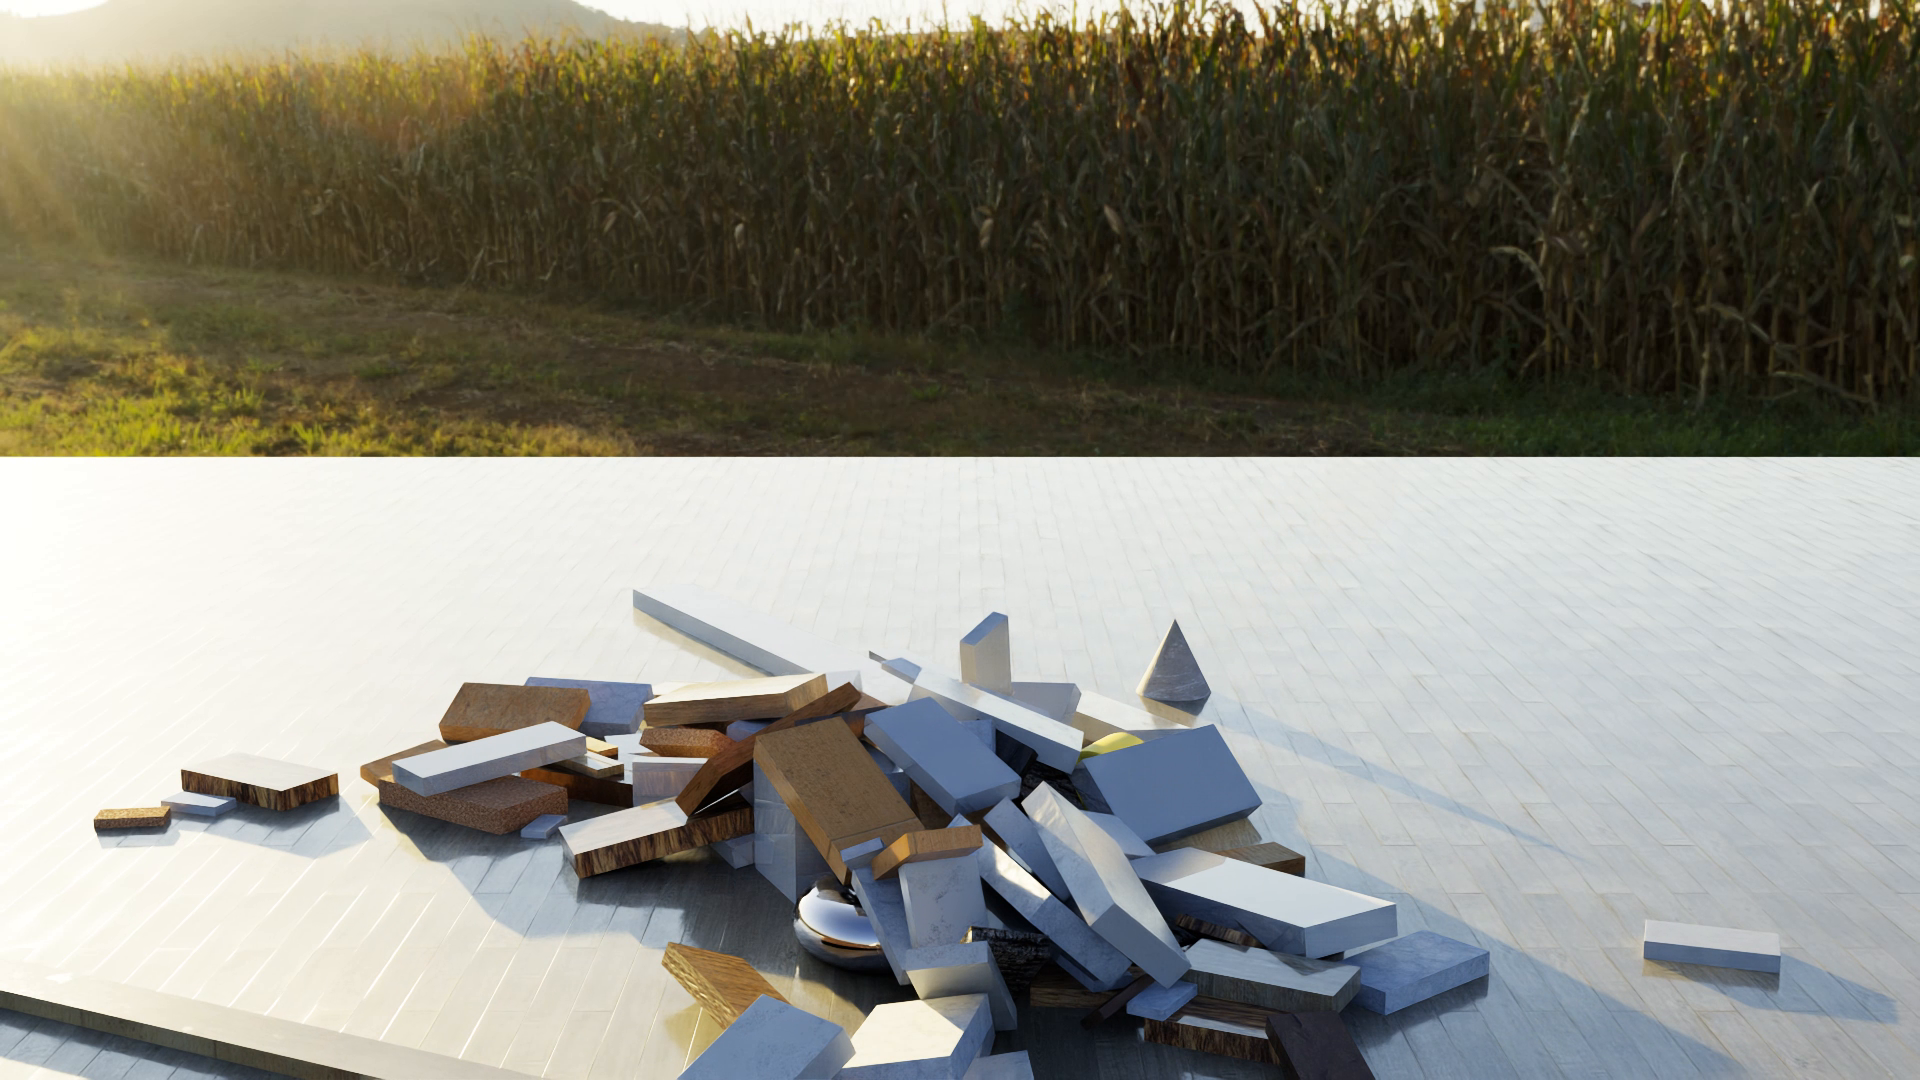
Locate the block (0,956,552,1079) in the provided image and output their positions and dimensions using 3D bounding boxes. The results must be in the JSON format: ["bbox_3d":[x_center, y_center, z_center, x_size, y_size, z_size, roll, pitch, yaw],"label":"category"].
[{"bbox_3d":[-0.823,0.706,2.973,1.523,0.027,0.095,5,12,25],"label":"block"}]

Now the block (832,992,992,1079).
[{"bbox_3d":[-0.059,0.651,2.832,0.154,0.044,0.308,-9,1,10],"label":"block"}]

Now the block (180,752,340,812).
[{"bbox_3d":[-1.350,0.464,4.240,0.280,0.040,0.140,6,12,31],"label":"block"}]

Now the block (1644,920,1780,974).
[{"bbox_3d":[1.160,0.627,3.395,0.197,0.028,0.099,4,11,18],"label":"block"}]

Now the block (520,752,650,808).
[{"bbox_3d":[-0.657,0.460,4.238,0.341,0.047,0.167,5,12,26],"label":"block"}]

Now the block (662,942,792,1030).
[{"bbox_3d":[-0.229,0.683,2.956,0.123,0.035,0.704,19,1,-28],"label":"block"}]

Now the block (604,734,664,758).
[{"bbox_3d":[-0.571,0.425,4.451,0.280,0.040,0.140,-3,11,-15],"label":"block"}]

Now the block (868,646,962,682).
[{"bbox_3d":[-0.004,0.339,4.954,0.086,0.024,0.800,-5,12,-26],"label":"block"}]

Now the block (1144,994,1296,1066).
[{"bbox_3d":[0.395,0.682,3.076,0.246,0.035,0.123,5,12,25],"label":"block"}]

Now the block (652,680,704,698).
[{"bbox_3d":[-0.567,0.344,4.798,0.282,0.040,0.141,-1,8,35],"label":"block"}]

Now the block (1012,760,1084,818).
[{"bbox_3d":[0.150,0.462,3.832,0.135,0.038,0.269,18,28,-28],"label":"block"}]

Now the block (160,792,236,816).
[{"bbox_3d":[-1.430,0.495,4.131,0.123,0.017,0.062,4,11,19],"label":"block"}]

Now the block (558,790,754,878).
[{"bbox_3d":[-0.531,0.507,3.856,0.316,0.045,0.158,-13,14,-17],"label":"block"}]

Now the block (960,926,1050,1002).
[{"bbox_3d":[0.034,0.604,3.040,0.110,0.228,0.031,9,52,-15],"label":"block"}]

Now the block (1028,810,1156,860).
[{"bbox_3d":[0.227,0.504,3.706,0.239,0.034,0.119,17,20,-51],"label":"block"}]

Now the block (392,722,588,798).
[{"bbox_3d":[-0.895,0.415,4.194,0.342,0.037,0.131,-13,16,-38],"label":"block"}]

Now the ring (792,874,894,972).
[{"bbox_3d":[-0.108,0.587,3.413,0.305,0.102,0.305,1,10,0],"label":"ring"}]

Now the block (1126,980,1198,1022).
[{"bbox_3d":[0.287,0.649,3.114,0.056,0.016,0.112,6,12,30],"label":"block"}]

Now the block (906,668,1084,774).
[{"bbox_3d":[0.064,0.321,3.932,0.316,0.045,0.158,22,9,2],"label":"block"}]

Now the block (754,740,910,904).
[{"bbox_3d":[-0.218,0.475,3.728,0.205,0.205,0.205,-5,12,-24],"label":"block"}]

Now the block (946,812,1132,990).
[{"bbox_3d":[0.107,0.535,3.295,0.173,0.049,0.396,42,-5,-21],"label":"block"}]

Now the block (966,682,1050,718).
[{"bbox_3d":[0.104,0.406,3.997,0.177,0.050,0.354,22,25,-22],"label":"block"}]

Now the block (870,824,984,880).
[{"bbox_3d":[-0.050,0.460,3.232,0.110,0.031,0.220,-5,-17,-18],"label":"block"}]

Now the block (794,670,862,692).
[{"bbox_3d":[-0.320,0.359,4.639,0.172,0.049,0.344,-5,15,9],"label":"block"}]

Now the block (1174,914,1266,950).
[{"bbox_3d":[0.392,0.596,3.311,0.127,0.018,0.063,10,-19,43],"label":"block"}]

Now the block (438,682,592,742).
[{"bbox_3d":[-0.933,0.365,4.612,0.282,0.040,0.141,2,36,13],"label":"block"}]

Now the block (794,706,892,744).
[{"bbox_3d":[-0.167,0.335,3.933,0.167,0.047,0.334,-10,-7,11],"label":"block"}]

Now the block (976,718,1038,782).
[{"bbox_3d":[0.020,0.442,3.791,0.119,0.242,0.034,27,-13,23],"label":"block"}]

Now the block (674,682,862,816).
[{"bbox_3d":[-0.338,0.371,3.936,0.038,0.135,0.392,49,39,12],"label":"block"}]

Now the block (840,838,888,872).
[{"bbox_3d":[-0.136,0.491,3.355,0.063,0.018,0.127,-20,-28,3],"label":"block"}]

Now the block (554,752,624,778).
[{"bbox_3d":[-0.775,0.418,4.289,0.062,0.017,0.320,-10,15,-44],"label":"block"}]

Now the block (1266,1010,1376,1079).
[{"bbox_3d":[0.482,0.695,2.909,0.099,0.028,0.197,-2,24,-11],"label":"block"}]

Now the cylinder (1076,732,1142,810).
[{"bbox_3d":[0.274,0.443,4.076,0.141,0.141,0.141,6,12,29],"label":"cylinder"}]

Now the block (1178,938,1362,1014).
[{"bbox_3d":[0.439,0.630,3.167,0.246,0.035,0.123,6,12,28],"label":"block"}]

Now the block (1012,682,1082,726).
[{"bbox_3d":[0.109,0.357,4.538,0.263,0.037,0.131,-1,50,31],"label":"block"}]

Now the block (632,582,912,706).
[{"bbox_3d":[-0.417,0.265,5.284,0.172,0.049,1.511,-6,12,-30],"label":"block"}]

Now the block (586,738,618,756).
[{"bbox_3d":[-0.723,0.410,4.341,0.049,0.014,0.097,-10,14,-43],"label":"block"}]

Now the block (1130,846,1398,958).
[{"bbox_3d":[0.448,0.569,3.477,0.177,0.050,0.516,-8,7,-30],"label":"block"}]

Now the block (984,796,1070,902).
[{"bbox_3d":[0.118,0.488,3.470,0.049,0.173,0.346,-44,-7,-4],"label":"block"}]
